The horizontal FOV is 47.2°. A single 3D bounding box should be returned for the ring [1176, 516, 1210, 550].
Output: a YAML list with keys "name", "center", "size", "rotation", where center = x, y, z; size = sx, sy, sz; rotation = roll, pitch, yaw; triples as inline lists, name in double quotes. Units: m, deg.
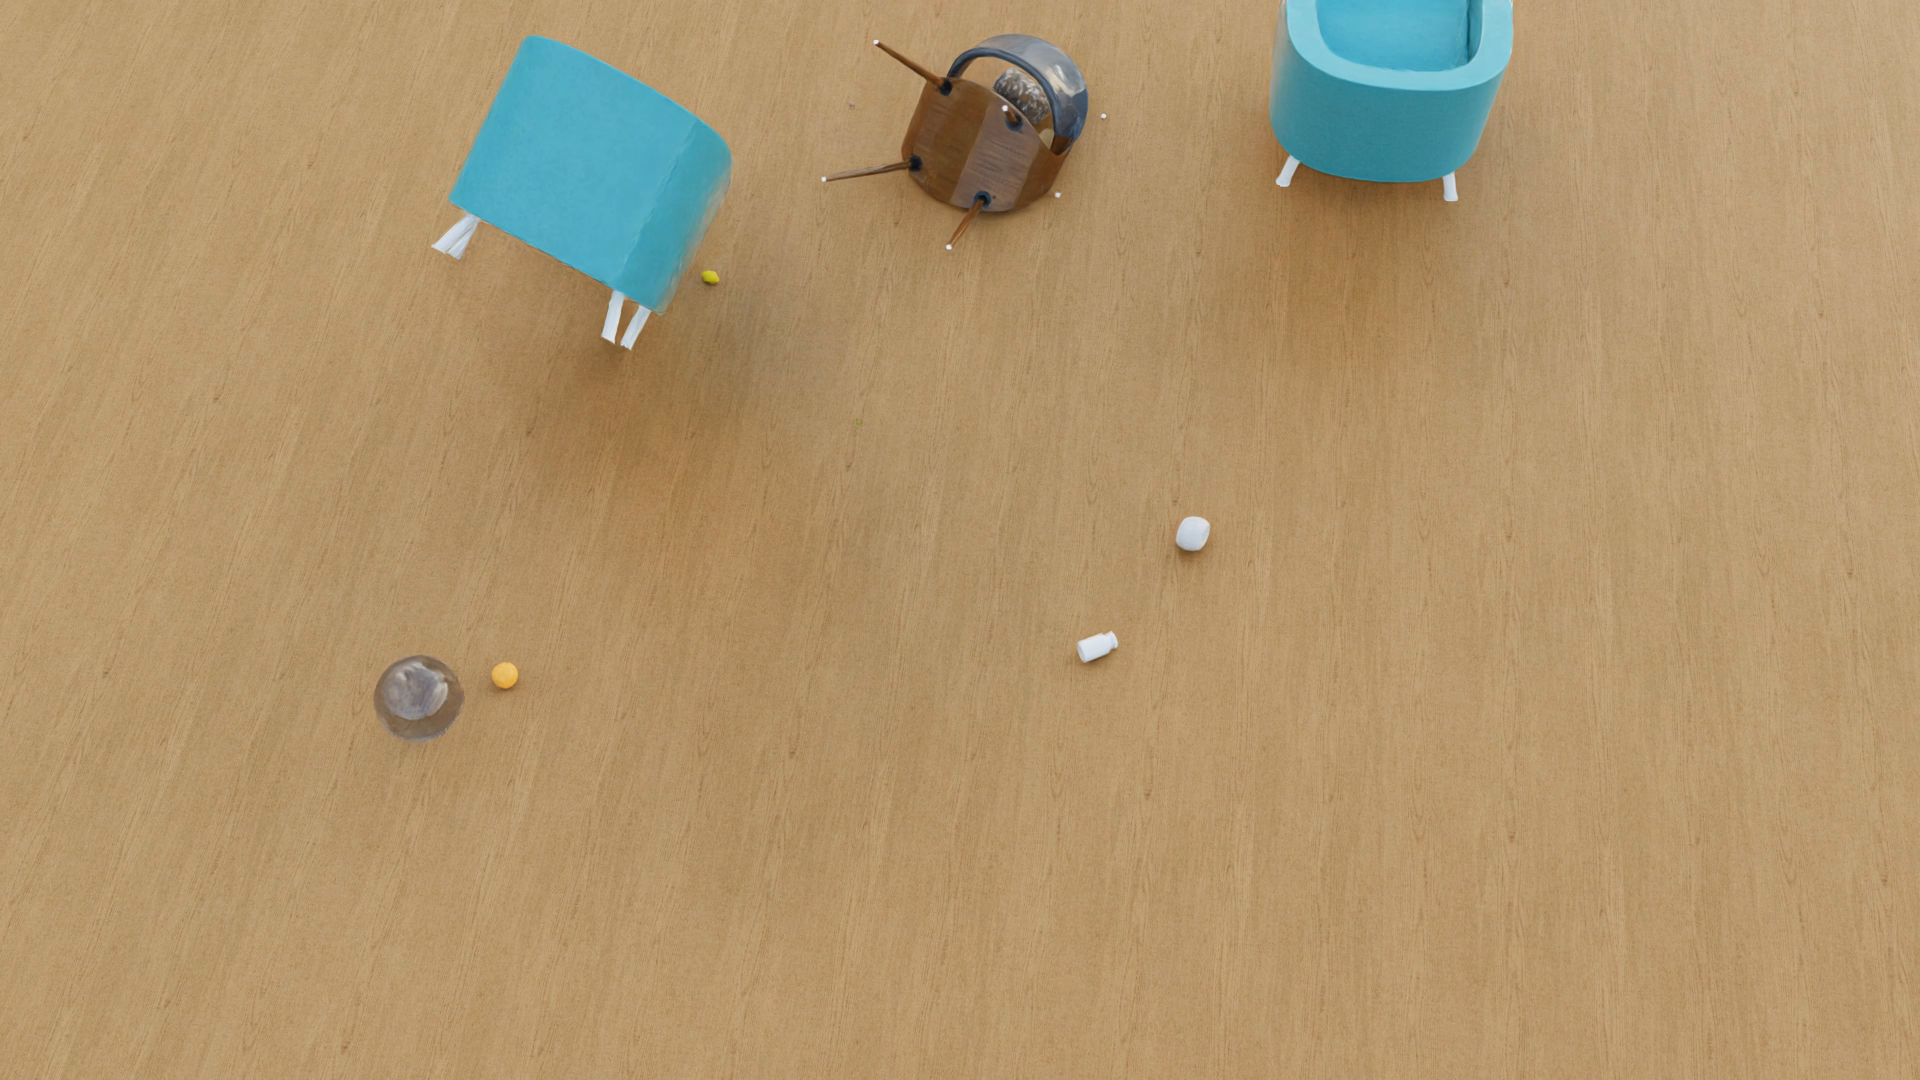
- name: "ring"
  center: [0.693, -0.019, 6.538]
  size: [0.074, 0.083, 0.121]
  rotation: [14, 47, 23]

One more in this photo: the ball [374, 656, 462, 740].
- name: "ball"
  center: [-1.511, 0.441, 6.134]
  size: [0.239, 0.239, 0.239]
  rotation: [0, 56, 0]

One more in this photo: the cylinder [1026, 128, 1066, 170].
- name: "cylinder"
  center: [0.291, -1.317, 7.407]
  size: [0.096, 0.083, 0.107]
  rotation: [34, 61, 3]

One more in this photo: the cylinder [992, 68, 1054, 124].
- name: "cylinder"
  center: [0.216, -1.519, 7.525]
  size: [0.134, 0.113, 0.172]
  rotation: [-35, 62, -30]
